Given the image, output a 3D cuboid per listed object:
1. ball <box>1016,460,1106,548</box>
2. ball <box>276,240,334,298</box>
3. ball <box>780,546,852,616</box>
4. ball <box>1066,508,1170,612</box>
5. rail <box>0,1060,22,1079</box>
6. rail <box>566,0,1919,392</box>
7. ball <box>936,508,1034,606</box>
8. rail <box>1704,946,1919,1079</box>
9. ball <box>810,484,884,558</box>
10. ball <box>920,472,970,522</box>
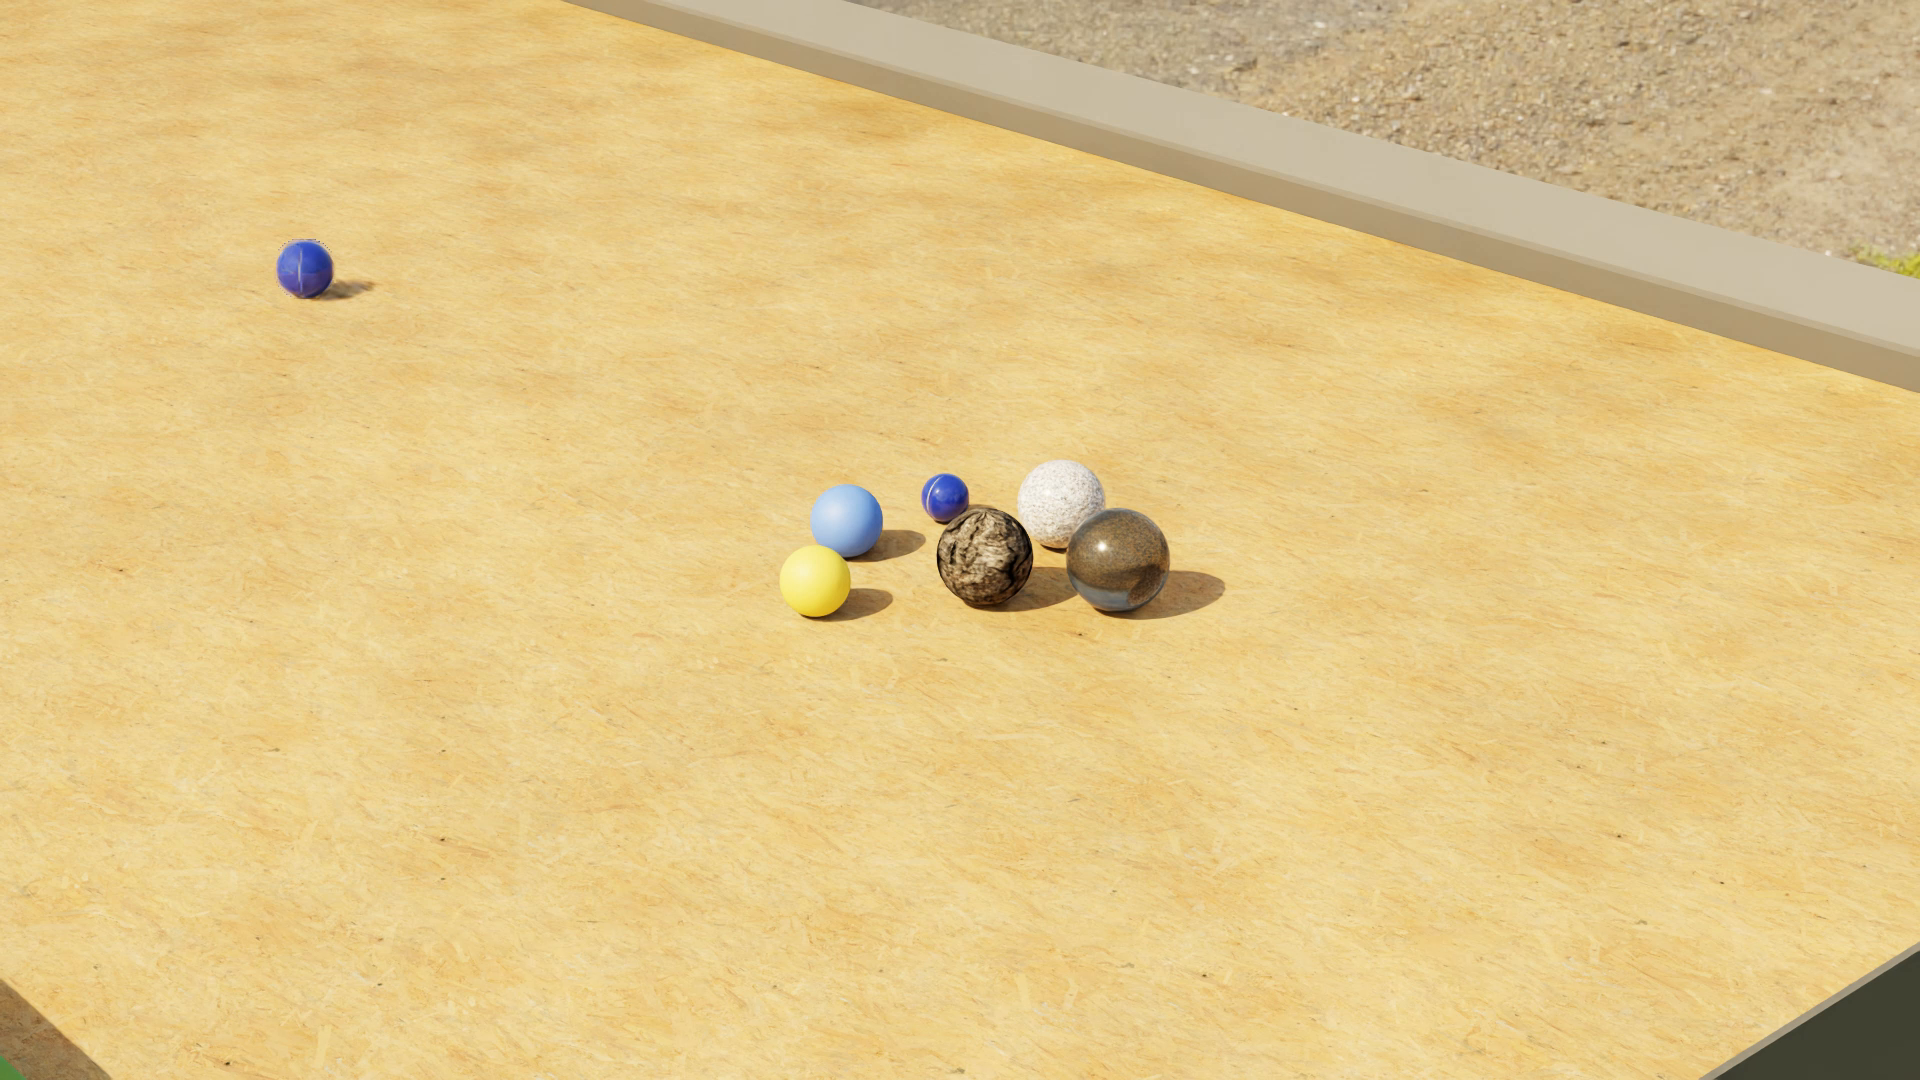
[{"bbox_3d":[0.085,-0.030,2.450,0.075,0.075,0.075,0,23,0],"label":"ball"},{"bbox_3d":[-0.683,-0.282,3.066,0.060,0.060,0.060,0,23,0],"label":"ball"},{"bbox_3d":[-0.114,0.032,2.325,0.057,0.057,0.057,0,23,0],"label":"ball"},{"bbox_3d":[0.125,0.016,2.331,0.083,0.083,0.083,0,23,0],"label":"ball"},{"bbox_3d":[-1.333,-0.045,2.441,0.045,0.108,3.730,-19,29,-38],"label":"rail"},{"bbox_3d":[0.095,-0.538,3.607,0.045,0.108,3.730,-19,29,-38],"label":"rail"},{"bbox_3d":[0.020,0.013,2.344,0.078,0.078,0.078,0,23,0],"label":"ball"},{"bbox_3d":[0.603,0.244,1.755,1.956,0.108,0.045,-19,29,-38],"label":"rail"},{"bbox_3d":[-0.094,-0.016,2.434,0.061,0.061,0.061,0,23,0],"label":"ball"},{"bbox_3d":[-0.013,-0.036,2.506,0.042,0.042,0.042,0,23,0],"label":"ball"}]
